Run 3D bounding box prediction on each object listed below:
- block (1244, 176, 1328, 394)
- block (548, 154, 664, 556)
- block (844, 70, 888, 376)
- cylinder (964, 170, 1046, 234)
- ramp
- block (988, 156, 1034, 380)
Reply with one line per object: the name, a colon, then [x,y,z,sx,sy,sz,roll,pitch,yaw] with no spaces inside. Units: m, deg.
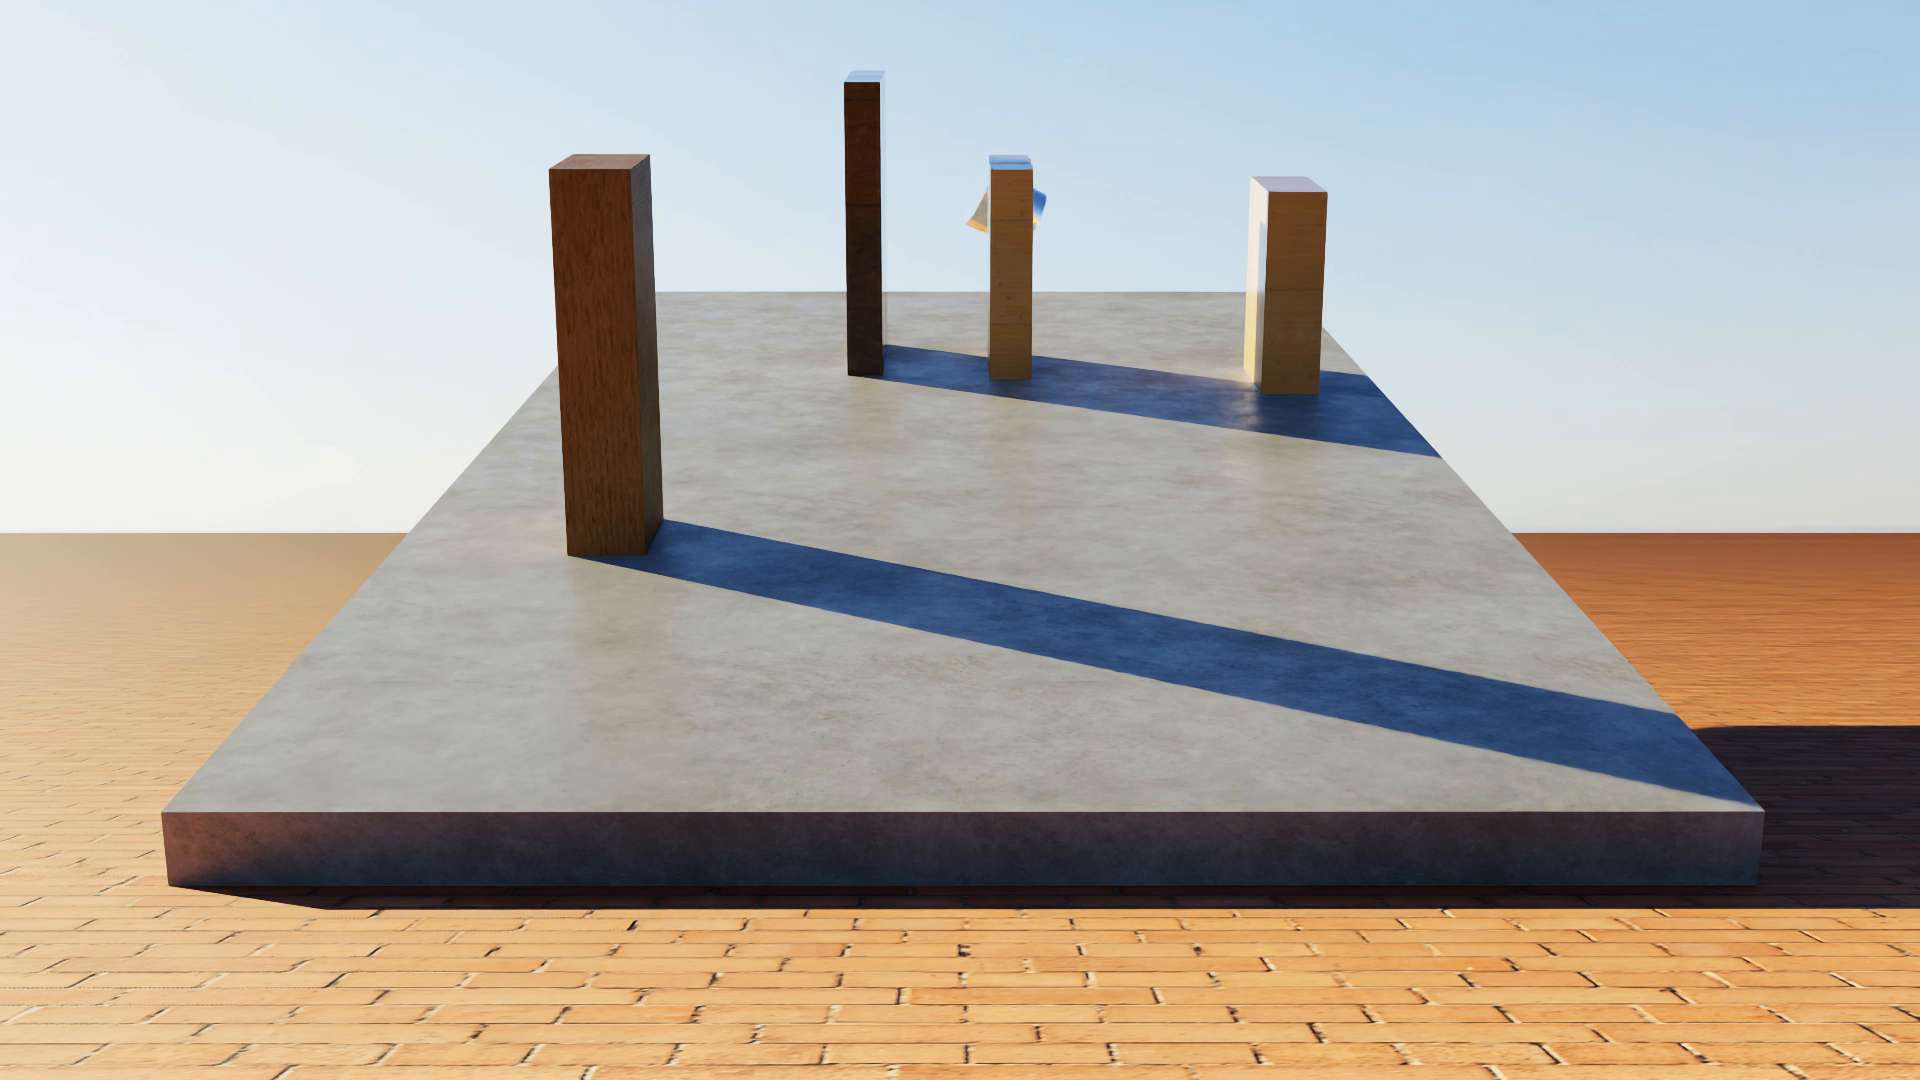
block: [0.774,-0.614,5.263,0.136,0.472,0.320,0,16,0]
block: [-0.618,-0.329,3.879,0.137,0.670,0.247,0,16,0]
block: [-0.232,-0.796,5.480,0.086,0.703,0.412,0,16,0]
cylinder: [0.133,-0.986,6.551,0.183,0.183,0.183,24,-6,-14]
ramp: [-0.002,-0.155,4.684,2.000,0.100,4.000,0,16,0]
block: [0.122,-0.675,5.418,0.102,0.504,0.321,0,16,0]
